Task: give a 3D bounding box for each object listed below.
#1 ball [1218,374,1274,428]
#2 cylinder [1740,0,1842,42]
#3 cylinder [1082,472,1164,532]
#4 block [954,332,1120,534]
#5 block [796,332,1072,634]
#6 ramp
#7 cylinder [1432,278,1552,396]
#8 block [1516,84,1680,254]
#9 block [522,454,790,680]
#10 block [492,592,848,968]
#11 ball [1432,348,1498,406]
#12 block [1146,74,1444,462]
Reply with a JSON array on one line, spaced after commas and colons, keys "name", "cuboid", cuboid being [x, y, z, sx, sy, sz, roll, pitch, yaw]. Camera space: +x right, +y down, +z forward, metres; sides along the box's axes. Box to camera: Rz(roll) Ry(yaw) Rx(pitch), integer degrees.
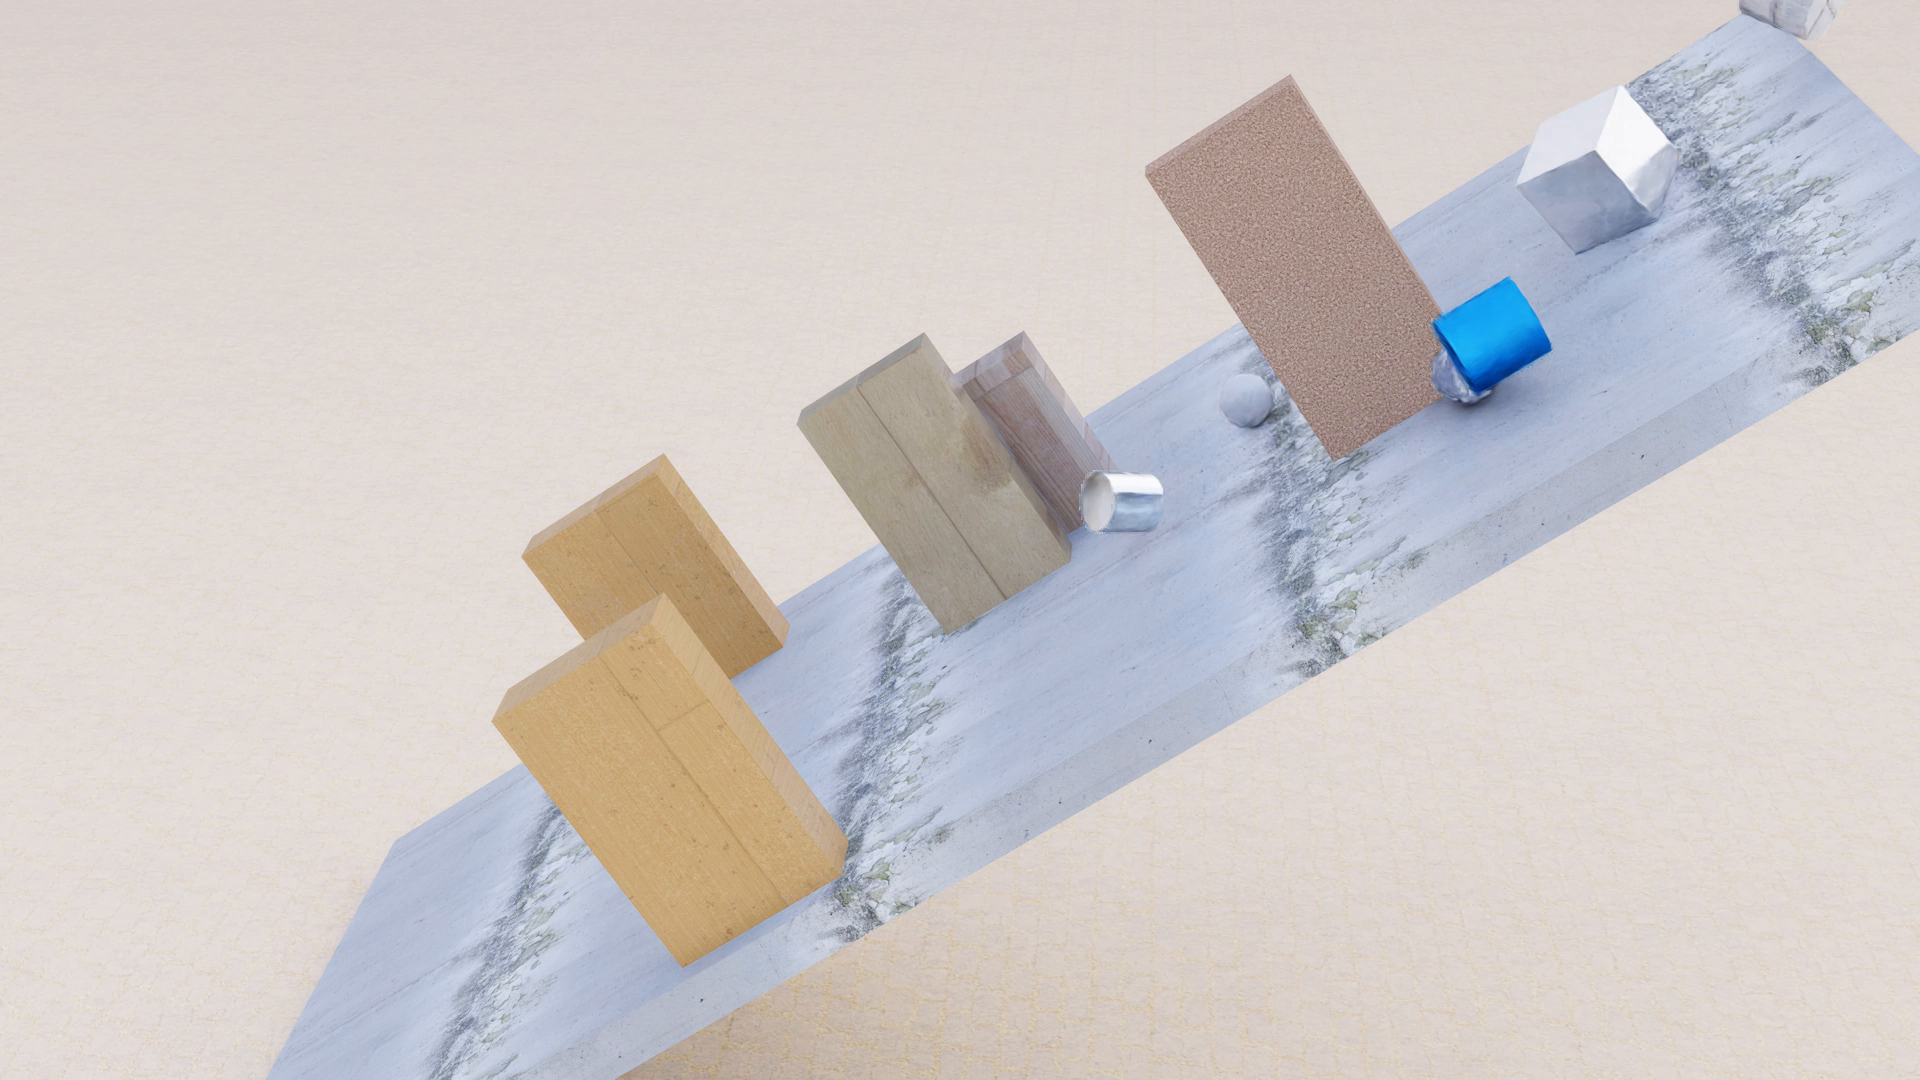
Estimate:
[{"name": "ball", "cuboid": [0.612, -0.298, 6.290, 0.117, 0.117, 0.117, 0, 21, 0]}, {"name": "cylinder", "cuboid": [1.726, -1.134, 6.097, 0.156, 0.156, 0.156, 32, 35, 30]}, {"name": "cylinder", "cuboid": [0.333, -0.077, 6.018, 0.121, 0.121, 0.121, 1, 18, -31]}, {"name": "block", "cuboid": [0.090, -0.175, 6.474, 0.387, 0.410, 0.137, -31, 16, 14]}, {"name": "block", "cuboid": [-0.051, -0.117, 6.291, 0.319, 0.571, 0.102, -31, 16, 14]}, {"name": "ramp", "cuboid": [0.138, 0.172, 6.299, 4.000, 0.100, 2.000, -31, 16, 14]}, {"name": "cylinder", "cuboid": [0.985, -0.377, 5.446, 0.159, 0.159, 0.159, -31, 21, 5]}, {"name": "block", "cuboid": [1.289, -0.746, 5.939, 0.205, 0.205, 0.205, -23, 31, 47]}, {"name": "block", "cuboid": [-0.731, 0.124, 7.097, 0.398, 0.529, 0.136, -31, 16, 14]}, {"name": "block", "cuboid": [-0.539, 0.455, 5.532, 0.368, 0.608, 0.149, -31, 16, 14]}, {"name": "ball", "cuboid": [0.962, -0.320, 5.588, 0.126, 0.126, 0.126, 0, 21, 0]}, {"name": "block", "cuboid": [0.685, -0.522, 5.712, 0.330, 0.689, 0.082, -31, 16, 14]}]
